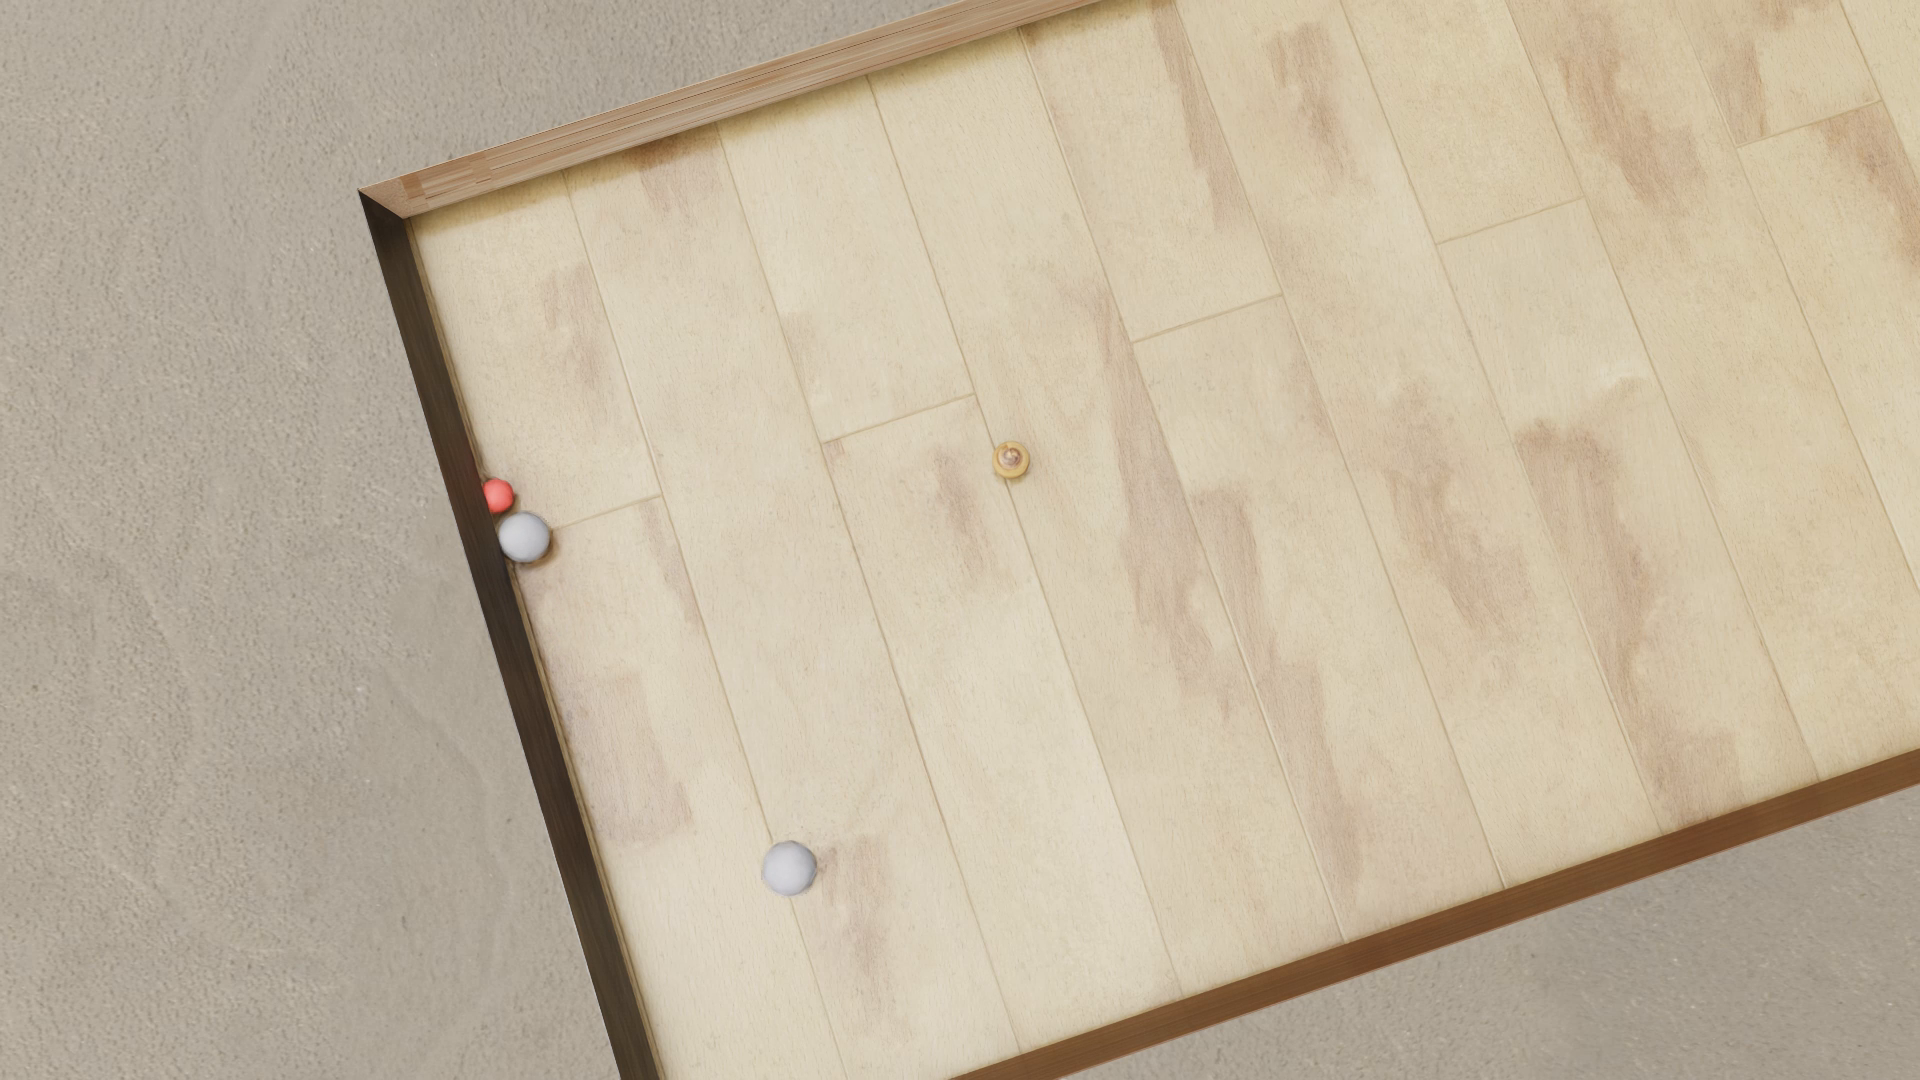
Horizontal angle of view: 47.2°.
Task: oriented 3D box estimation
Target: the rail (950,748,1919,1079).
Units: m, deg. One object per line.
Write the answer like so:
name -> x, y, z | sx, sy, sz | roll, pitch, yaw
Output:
rail -> 0.903, 0.490, 3.180 | 2.796, 0.103, 0.045 | -18, 80, -3

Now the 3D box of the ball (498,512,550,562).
ball -> -0.651, -0.004, 3.286 | 0.075, 0.075, 0.075 | 0, 80, 0

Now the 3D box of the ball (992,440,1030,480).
ball -> 0.077, -0.121, 3.316 | 0.058, 0.058, 0.058 | 0, 80, 0

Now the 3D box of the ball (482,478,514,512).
ball -> -0.697, -0.067, 3.310 | 0.051, 0.051, 0.051 | 0, 80, 0

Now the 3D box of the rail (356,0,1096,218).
rail -> 0.423, -0.931, 3.441 | 2.796, 0.103, 0.045 | -18, 80, -3

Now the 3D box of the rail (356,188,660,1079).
rail -> -0.641, 0.206, 3.232 | 0.045, 0.103, 1.570 | -18, 80, -3

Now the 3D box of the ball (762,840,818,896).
ball -> -0.248, 0.477, 3.195 | 0.080, 0.080, 0.080 | 0, 80, 0
